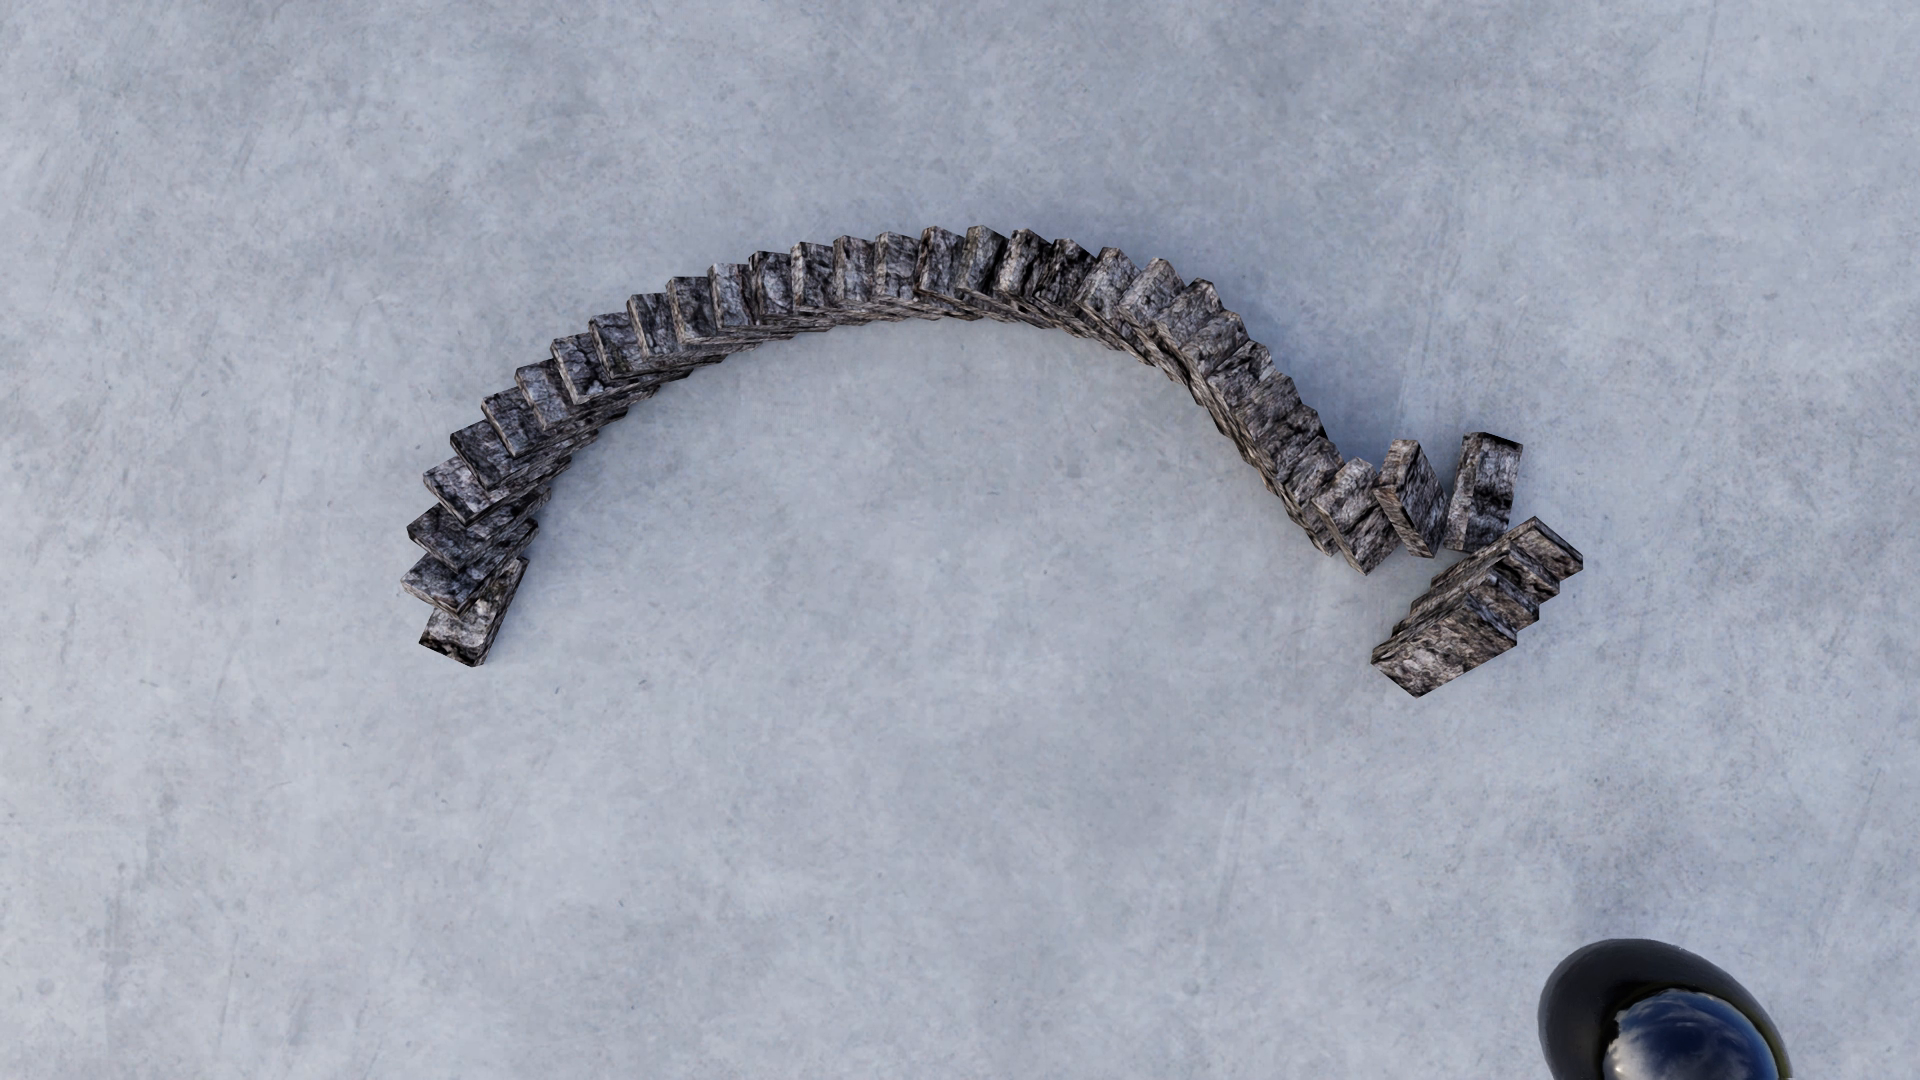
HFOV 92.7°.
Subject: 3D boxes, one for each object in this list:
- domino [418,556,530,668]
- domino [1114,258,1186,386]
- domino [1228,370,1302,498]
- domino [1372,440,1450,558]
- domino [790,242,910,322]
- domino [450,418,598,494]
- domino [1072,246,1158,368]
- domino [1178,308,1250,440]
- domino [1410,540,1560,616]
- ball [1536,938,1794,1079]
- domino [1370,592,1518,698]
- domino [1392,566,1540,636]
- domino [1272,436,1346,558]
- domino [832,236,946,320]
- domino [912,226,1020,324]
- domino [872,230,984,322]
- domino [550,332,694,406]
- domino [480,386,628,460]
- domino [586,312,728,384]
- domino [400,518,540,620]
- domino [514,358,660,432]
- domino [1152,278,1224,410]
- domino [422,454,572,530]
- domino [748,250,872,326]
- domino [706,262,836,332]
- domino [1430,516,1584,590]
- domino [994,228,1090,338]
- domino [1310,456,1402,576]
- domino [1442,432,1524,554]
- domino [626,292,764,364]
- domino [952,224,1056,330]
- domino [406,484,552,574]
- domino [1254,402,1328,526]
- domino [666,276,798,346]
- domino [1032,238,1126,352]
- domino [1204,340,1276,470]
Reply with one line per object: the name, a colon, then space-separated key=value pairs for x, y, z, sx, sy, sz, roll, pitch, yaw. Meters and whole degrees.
domino: x=-0.209 y=0.026 z=0.395 sx=0.025 sy=0.010 sz=0.050 roll=24 pitch=90 yaw=0
domino: x=0.087 y=-0.090 z=0.381 sx=0.025 sy=0.010 sz=0.050 roll=-50 pitch=128 yaw=-1
domino: x=0.133 y=-0.043 z=0.381 sx=0.025 sy=0.010 sz=0.050 roll=-40 pitch=127 yaw=0
domino: x=0.188 y=-0.016 z=0.378 sx=0.050 sy=0.010 sz=0.025 roll=41 pitch=71 yaw=-36
domino: x=-0.045 y=-0.107 z=0.381 sx=0.050 sy=0.009 sz=0.025 roll=-3 pitch=90 yaw=-36
domino: x=-0.180 y=-0.042 z=0.381 sx=0.050 sy=0.010 sz=0.025 roll=-37 pitch=90 yaw=-36
domino: x=0.071 y=-0.096 z=0.381 sx=0.050 sy=0.009 sz=0.025 roll=30 pitch=90 yaw=-38
domino: x=0.112 y=-0.068 z=0.381 sx=0.025 sy=0.009 sz=0.050 roll=-41 pitch=127 yaw=-1
domino: x=0.216 y=0.024 z=0.379 sx=0.025 sy=0.050 sz=0.009 roll=38 pitch=46 yaw=0
ball: x=0.274 y=0.200 z=0.360 sx=0.080 sy=0.080 sz=0.080 roll=0 pitch=90 yaw=0
domino: x=0.199 y=0.044 z=0.379 sx=0.025 sy=0.050 sz=0.010 roll=38 pitch=46 yaw=0
domino: x=0.208 y=0.034 z=0.379 sx=0.025 sy=0.050 sz=0.009 roll=38 pitch=46 yaw=0
domino: x=0.152 y=-0.017 z=0.381 sx=0.025 sy=0.009 sz=0.050 roll=-44 pitch=126 yaw=2
domino: x=-0.029 y=-0.108 z=0.381 sx=0.050 sy=0.010 sz=0.025 roll=0 pitch=90 yaw=-37
domino: x=0.005 y=-0.109 z=0.381 sx=0.050 sy=0.009 sz=0.025 roll=9 pitch=90 yaw=-37
domino: x=-0.012 y=-0.109 z=0.381 sx=0.050 sy=0.009 sz=0.025 roll=3 pitch=90 yaw=-37
domino: x=-0.140 y=-0.075 z=0.381 sx=0.050 sy=0.009 sz=0.025 roll=-24 pitch=90 yaw=-36
domino: x=-0.168 y=-0.055 z=0.382 sx=0.050 sy=0.010 sz=0.025 roll=-32 pitch=90 yaw=-36
domino: x=-0.125 y=-0.083 z=0.381 sx=0.050 sy=0.009 sz=0.025 roll=-20 pitch=90 yaw=-37
domino: x=-0.203 y=0.006 z=0.381 sx=0.025 sy=0.009 sz=0.050 roll=27 pitch=53 yaw=0
domino: x=-0.154 y=-0.065 z=0.382 sx=0.050 sy=0.010 sz=0.025 roll=-29 pitch=90 yaw=-36
domino: x=0.101 y=-0.081 z=0.381 sx=0.025 sy=0.010 sz=0.050 roll=-42 pitch=127 yaw=-2
domino: x=-0.192 y=-0.029 z=0.381 sx=0.025 sy=0.010 sz=0.050 roll=47 pitch=54 yaw=0
domino: x=-0.061 y=-0.104 z=0.381 sx=0.050 sy=0.009 sz=0.025 roll=-6 pitch=90 yaw=-36
domino: x=-0.078 y=-0.100 z=0.381 sx=0.050 sy=0.009 sz=0.025 roll=-9 pitch=90 yaw=-36
domino: x=0.224 y=0.014 z=0.378 sx=0.025 sy=0.050 sz=0.009 roll=39 pitch=46 yaw=-1
domino: x=0.039 y=-0.106 z=0.381 sx=0.050 sy=0.010 sz=0.025 roll=19 pitch=90 yaw=-38
domino: x=0.167 y=-0.009 z=0.381 sx=0.025 sy=0.009 sz=0.050 roll=-44 pitch=126 yaw=3
domino: x=0.223 y=-0.019 z=0.391 sx=0.025 sy=0.009 sz=0.050 roll=11 pitch=90 yaw=-24
domino: x=-0.110 y=-0.090 z=0.381 sx=0.050 sy=0.010 sz=0.025 roll=-16 pitch=90 yaw=-37
domino: x=0.022 y=-0.108 z=0.381 sx=0.050 sy=0.009 sz=0.025 roll=14 pitch=90 yaw=-37
domino: x=-0.199 y=-0.012 z=0.381 sx=0.025 sy=0.010 sz=0.050 roll=36 pitch=53 yaw=0
domino: x=0.143 y=-0.030 z=0.381 sx=0.025 sy=0.010 sz=0.050 roll=-40 pitch=126 yaw=0
domino: x=-0.094 y=-0.096 z=0.381 sx=0.050 sy=0.010 sz=0.025 roll=-12 pitch=90 yaw=-37
domino: x=0.054 y=-0.101 z=0.381 sx=0.050 sy=0.010 sz=0.025 roll=23 pitch=90 yaw=-37
domino: x=0.122 y=-0.056 z=0.381 sx=0.025 sy=0.009 sz=0.050 roll=-40 pitch=127 yaw=0
